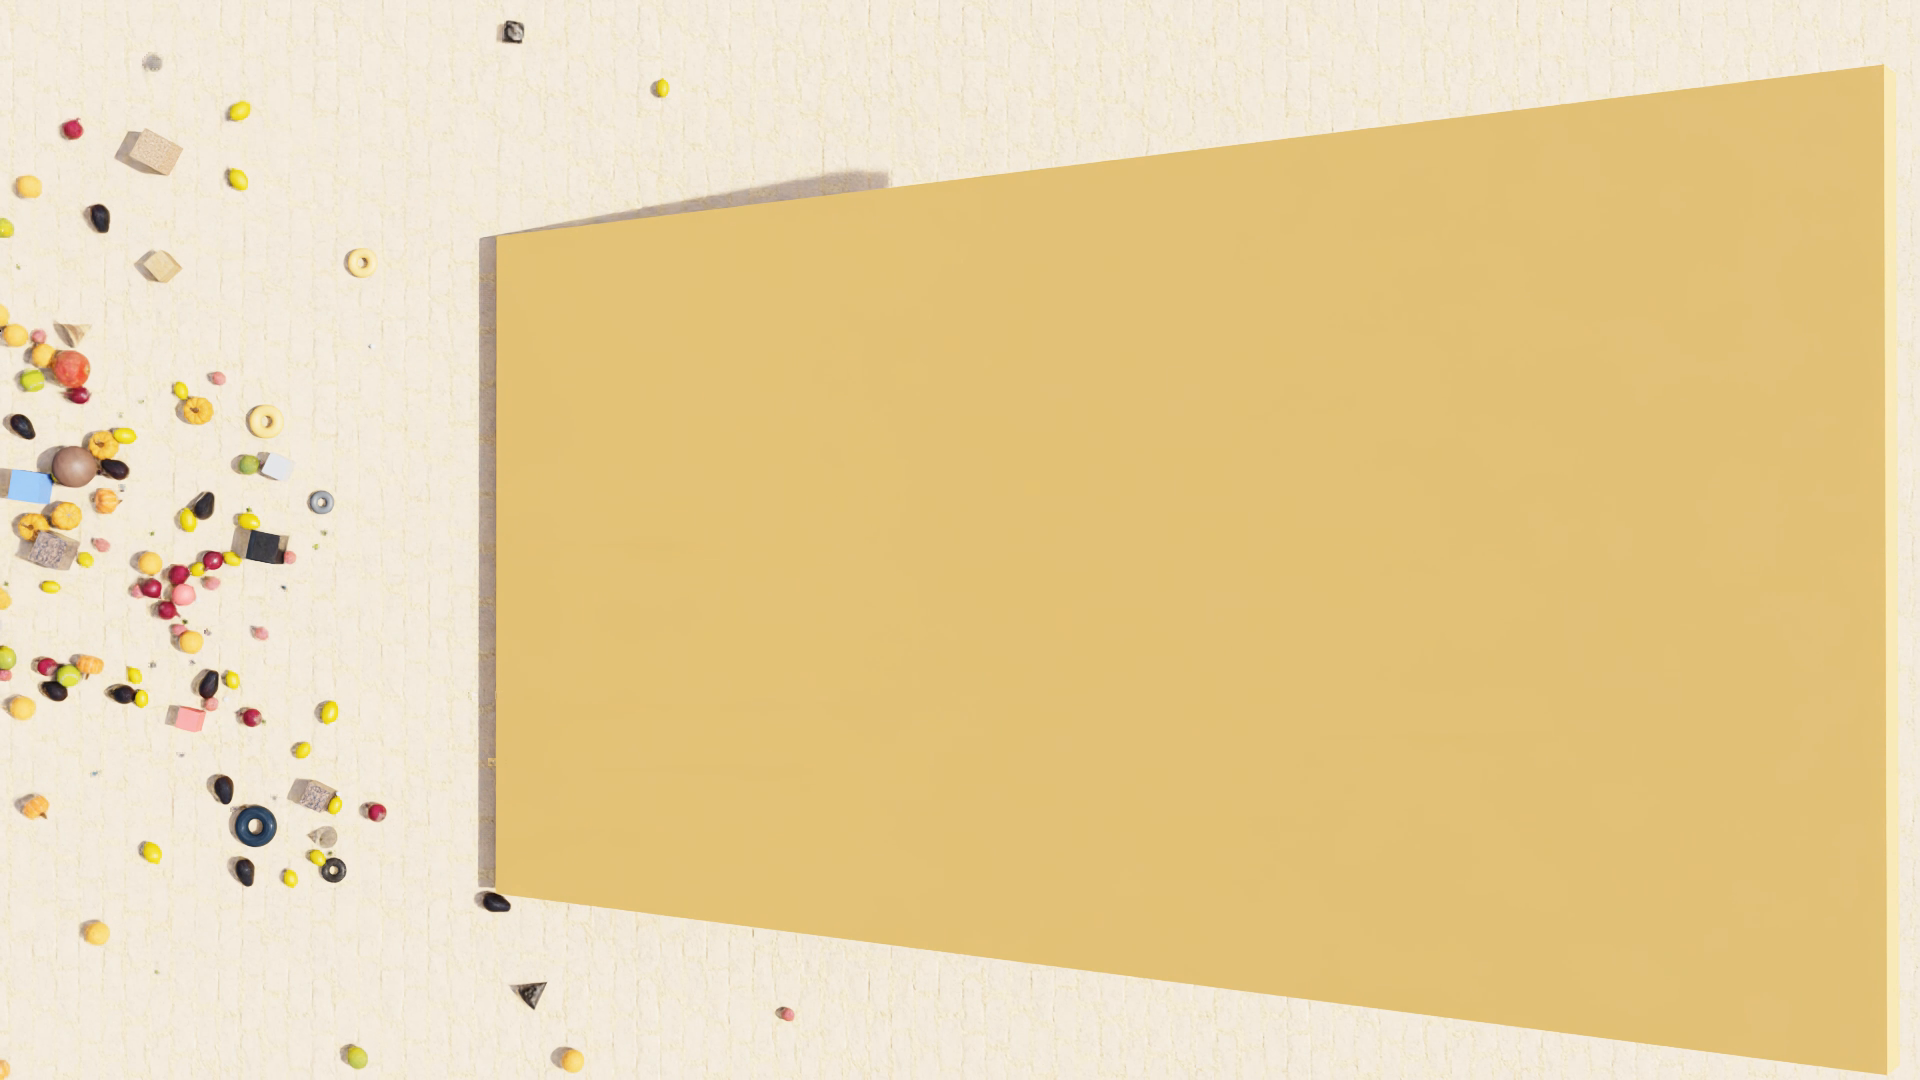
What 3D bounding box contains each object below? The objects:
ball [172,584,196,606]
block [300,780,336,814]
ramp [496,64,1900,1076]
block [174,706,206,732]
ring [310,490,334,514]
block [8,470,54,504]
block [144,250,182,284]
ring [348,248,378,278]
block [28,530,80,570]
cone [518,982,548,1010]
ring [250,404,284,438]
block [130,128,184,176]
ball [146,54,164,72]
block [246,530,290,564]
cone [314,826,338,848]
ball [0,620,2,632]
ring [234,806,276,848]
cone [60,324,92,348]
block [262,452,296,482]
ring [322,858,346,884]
[{"bbox_3d":[-2.379,0.169,6.737,0.070,0.070,0.070,0,90,0],"label":"ball"},{"bbox_3d":[-1.965,0.786,6.732,0.071,0.071,0.071,26,90,0],"label":"block"},{"bbox_3d":[0.239,0.066,5.561,4.000,0.100,2.000,0,89,36],"label":"ramp"},{"bbox_3d":[-2.357,0.549,6.738,0.062,0.062,0.062,15,90,0],"label":"block"},{"bbox_3d":[-1.961,-0.115,6.762,0.075,0.025,0.075,0,90,-1],"label":"ring"},{"bbox_3d":[-2.842,-0.163,6.729,0.091,0.091,0.091,9,90,0],"label":"block"},{"bbox_3d":[-2.443,-0.839,6.746,0.068,0.068,0.068,-42,90,0],"label":"block"},{"bbox_3d":[-1.838,-0.853,6.765,0.092,0.031,0.092,0,91,-1],"label":"ring"},{"bbox_3d":[-2.768,0.032,6.726,0.094,0.094,0.094,23,90,0],"label":"block"},{"bbox_3d":[-1.297,1.382,6.744,0.083,0.083,0.083,-38,90,-27],"label":"cone"},{"bbox_3d":[-2.131,-0.364,6.759,0.105,0.035,0.105,0,91,0],"label":"ring"},{"bbox_3d":[-2.459,-1.189,6.734,0.097,0.097,0.097,29,90,0],"label":"block"},{"bbox_3d":[-2.476,-1.466,6.758,0.053,0.053,0.053,0,90,0],"label":"ball"},{"bbox_3d":[-2.119,0.022,6.728,0.090,0.090,0.090,12,90,0],"label":"block"},{"bbox_3d":[-1.951,0.914,6.730,0.072,0.072,0.072,0,90,0],"label":"cone"},{"bbox_3d":[-2.979,0.262,6.726,0.090,0.090,0.090,0,90,0],"label":"ball"},{"bbox_3d":[-2.160,0.878,6.745,0.131,0.044,0.131,0,91,-1],"label":"ring"},{"bbox_3d":[-2.704,-0.646,6.759,0.085,0.085,0.085,-32,90,-27],"label":"cone"},{"bbox_3d":[-2.087,-0.224,6.742,0.066,0.066,0.066,26,90,0],"label":"block"},{"bbox_3d":[-1.922,1.015,6.753,0.079,0.026,0.079,0,90,1],"label":"ring"}]
